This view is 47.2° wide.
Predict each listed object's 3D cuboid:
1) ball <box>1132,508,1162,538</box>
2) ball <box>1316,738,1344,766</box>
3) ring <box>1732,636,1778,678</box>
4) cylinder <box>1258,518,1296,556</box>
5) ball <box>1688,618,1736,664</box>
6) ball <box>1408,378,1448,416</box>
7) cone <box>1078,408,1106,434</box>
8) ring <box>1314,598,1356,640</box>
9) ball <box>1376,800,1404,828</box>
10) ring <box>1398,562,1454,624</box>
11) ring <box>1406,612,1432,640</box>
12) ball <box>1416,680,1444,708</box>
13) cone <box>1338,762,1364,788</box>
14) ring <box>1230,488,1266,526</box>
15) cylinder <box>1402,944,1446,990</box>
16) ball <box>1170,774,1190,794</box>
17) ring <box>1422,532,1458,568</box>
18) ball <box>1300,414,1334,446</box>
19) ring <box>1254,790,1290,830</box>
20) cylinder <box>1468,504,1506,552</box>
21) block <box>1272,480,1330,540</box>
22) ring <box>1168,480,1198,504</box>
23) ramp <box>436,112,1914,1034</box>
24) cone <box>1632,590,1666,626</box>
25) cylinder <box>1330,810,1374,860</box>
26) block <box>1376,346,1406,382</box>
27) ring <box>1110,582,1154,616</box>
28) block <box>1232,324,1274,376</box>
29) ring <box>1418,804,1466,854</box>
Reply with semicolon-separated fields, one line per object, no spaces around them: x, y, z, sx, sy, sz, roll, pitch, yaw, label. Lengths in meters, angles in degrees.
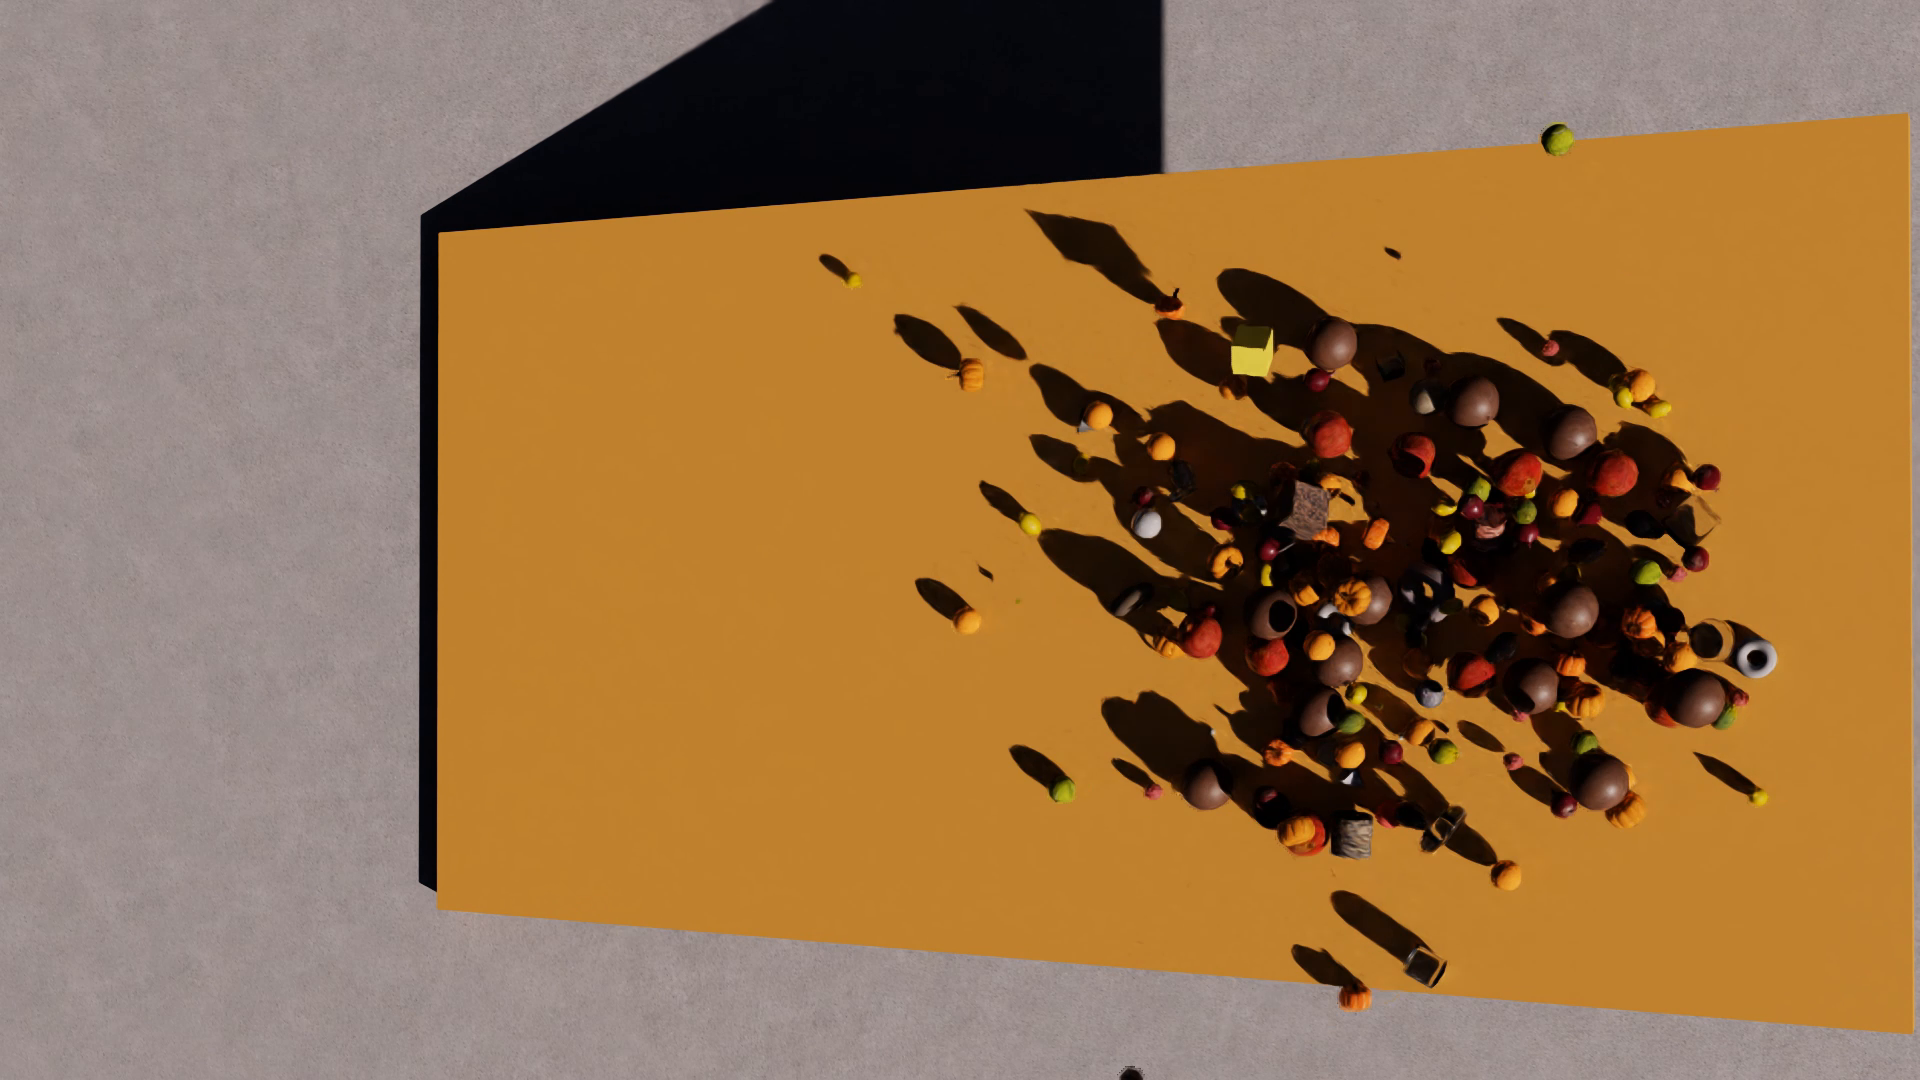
0.459;-0.041;5.408;0.075;0.075;0.075;0;89;0;ball
0.891;0.512;5.293;0.066;0.066;0.066;0;89;0;ball
1.769;0.261;4.894;0.094;0.031;0.094;0;91;26;ring
0.762;-0.010;5.297;0.070;0.070;0.070;-23;75;0;cylinder
1.660;0.222;4.852;0.099;0.099;0.099;0;89;0;ball
1.104;-0.337;5.187;0.090;0.090;0.090;0;89;0;ball
0.338;-0.297;5.587;0.067;0.067;0.067;10;89;-1;cone
0.904;0.192;5.308;0.103;0.034;0.103;0;90;24;ring
1.021;0.652;5.228;0.067;0.067;0.067;0;89;0;ball
1.098;0.124;5.185;0.050;0.150;0.150;-17;89;-42;ring
1.073;0.202;5.142;0.026;0.079;0.079;40;90;1;ring
1.109;0.363;5.190;0.067;0.067;0.067;0;89;0;ball
0.951;0.579;5.284;0.062;0.062;0.062;43;90;-7;cone
0.709;-0.080;5.407;0.093;0.031;0.093;0;90;27;ring
1.093;1.004;5.172;0.076;0.076;0.076;30;89;5;cylinder
0.548;0.605;5.464;0.051;0.051;0.051;0;89;0;ball
1.136;0.024;5.202;0.087;0.029;0.087;0;91;25;ring
0.862;-0.266;5.307;0.081;0.081;0.081;0;89;0;ball
0.762;0.659;5.371;0.098;0.033;0.098;0;89;29;ring
1.212;-0.026;5.059;0.077;0.077;0.077;0;133;0;cylinder
0.816;-0.070;5.248;0.094;0.094;0.094;18;63;-15;block
0.553;-0.119;5.446;0.080;0.080;0.027;-34;95;0;ring
0.281;0.081;5.682;4.000;0.100;2.000;0;89;26;ramp
1.549;0.139;4.999;0.078;0.078;0.078;-28;48;0;cone
0.936;0.703;5.248;0.094;0.094;0.094;3;98;0;cylinder
1.025;-0.419;5.230;0.052;0.052;0.052;-20;124;23;block
0.430;0.148;5.489;0.121;0.121;0.040;-32;75;0;ring
0.690;-0.447;5.189;0.083;0.083;0.083;7;45;17;block
1.127;0.676;5.137;0.048;0.143;0.143;44;90;15;ring
